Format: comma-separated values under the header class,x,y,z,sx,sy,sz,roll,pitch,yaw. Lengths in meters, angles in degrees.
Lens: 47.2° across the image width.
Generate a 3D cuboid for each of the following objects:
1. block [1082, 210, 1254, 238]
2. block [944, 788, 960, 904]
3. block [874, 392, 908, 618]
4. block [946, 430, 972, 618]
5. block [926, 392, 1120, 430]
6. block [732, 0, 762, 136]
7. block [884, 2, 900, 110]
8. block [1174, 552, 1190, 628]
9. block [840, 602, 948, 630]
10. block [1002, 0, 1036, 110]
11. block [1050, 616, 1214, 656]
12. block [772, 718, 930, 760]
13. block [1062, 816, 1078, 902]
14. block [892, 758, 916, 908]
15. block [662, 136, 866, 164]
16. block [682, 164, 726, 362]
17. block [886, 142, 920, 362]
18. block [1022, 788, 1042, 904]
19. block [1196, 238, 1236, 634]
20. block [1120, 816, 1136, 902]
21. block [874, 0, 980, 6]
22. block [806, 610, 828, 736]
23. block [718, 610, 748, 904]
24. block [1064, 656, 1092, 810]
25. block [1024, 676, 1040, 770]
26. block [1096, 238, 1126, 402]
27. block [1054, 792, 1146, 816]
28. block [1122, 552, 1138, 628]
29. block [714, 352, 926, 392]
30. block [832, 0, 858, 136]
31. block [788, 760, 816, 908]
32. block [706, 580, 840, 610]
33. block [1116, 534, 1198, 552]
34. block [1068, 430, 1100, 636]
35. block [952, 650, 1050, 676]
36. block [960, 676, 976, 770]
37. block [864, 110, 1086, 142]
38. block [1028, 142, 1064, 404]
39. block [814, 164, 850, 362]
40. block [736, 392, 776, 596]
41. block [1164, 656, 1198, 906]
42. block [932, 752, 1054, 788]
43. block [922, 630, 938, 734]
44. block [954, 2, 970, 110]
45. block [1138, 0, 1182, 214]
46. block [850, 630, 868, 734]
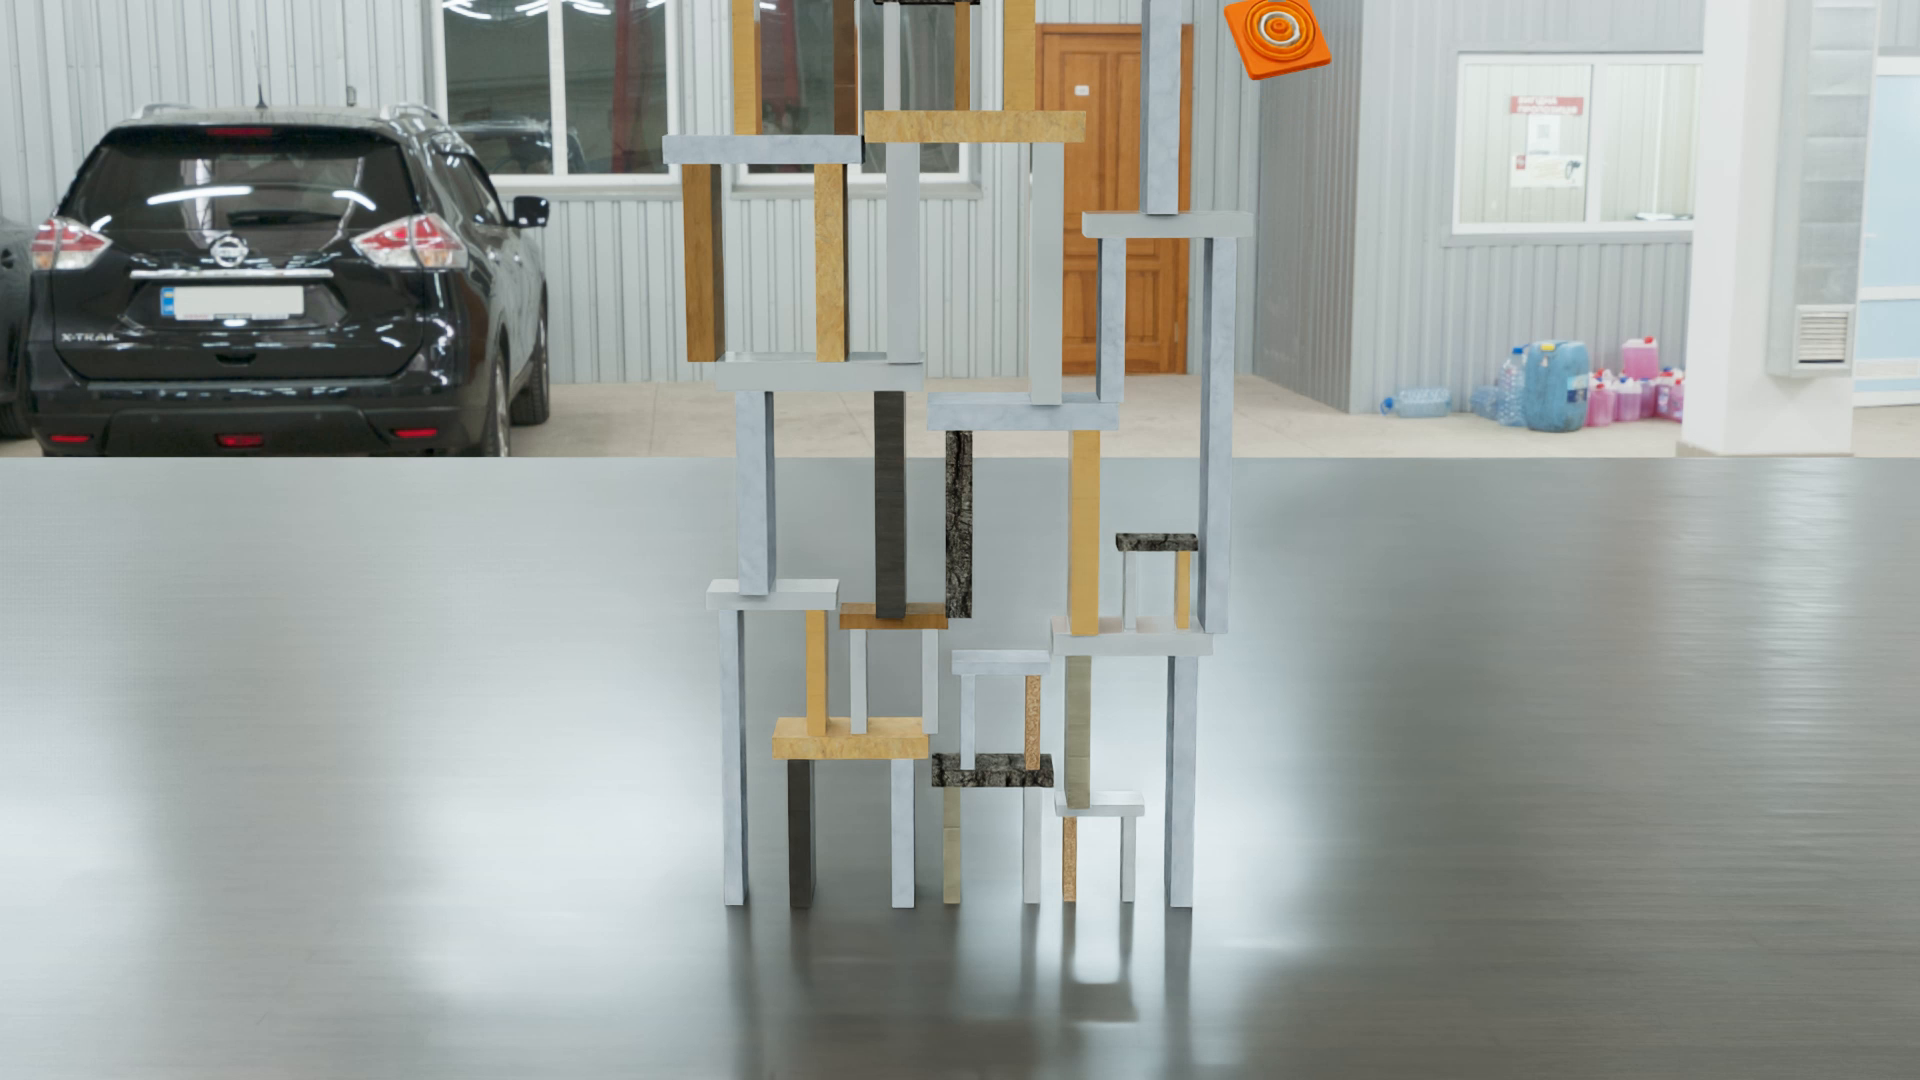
class,x,y,z,sx,sy,sz,roll,pitch,yaw
block,0.325,-0.499,3.468,0.257,0.036,0.129,0,11,0
block,-0.013,0.492,3.653,0.028,0.199,0.099,0,11,0
block,-0.111,-0.068,3.551,0.046,0.364,0.163,0,11,0
block,-0.002,-0.037,3.555,0.043,0.302,0.151,0,11,0
block,0.099,-0.207,3.524,0.302,0.043,0.151,0,11,0
block,-0.331,-0.747,3.424,0.033,0.230,0.115,0,11,0
block,-0.106,-0.751,3.423,0.023,0.164,0.082,0,11,0
block,0.361,0.075,3.576,0.018,0.128,0.064,0,11,0
block,-0.107,0.123,3.582,0.175,0.025,0.087,0,11,0
block,0.091,-0.834,3.410,0.047,0.332,0.166,0,11,0
block,0.278,0.156,3.590,0.257,0.036,0.128,0,11,0
block,-0.177,0.325,3.616,0.252,0.036,0.126,0,11,0
block,0.182,0.519,3.654,0.021,0.146,0.073,0,11,0
block,-0.093,0.467,3.642,0.036,0.252,0.126,0,11,0
block,-0.303,-0.612,3.444,0.304,0.043,0.152,0,11,0
block,-0.404,-0.441,3.476,0.043,0.304,0.152,0,11,0
block,-0.089,-0.457,3.470,0.048,0.337,0.168,0,11,0
block,0.119,0.492,3.653,0.028,0.199,0.099,0,11,0
block,0.411,-0.171,3.529,0.036,0.629,0.129,0,11,0
block,0.279,0.519,3.654,0.021,0.146,0.073,0,11,0
block,-0.051,-0.843,3.406,0.164,0.023,0.082,0,11,0
block,-0.233,0.205,3.597,0.029,0.208,0.104,0,11,0
block,-0.372,0.346,3.623,0.029,0.496,0.104,0,11,0
block,0.193,0.300,3.617,0.036,0.257,0.128,0,10,0
block,0.119,0.290,3.608,0.023,0.159,0.080,0,11,0
block,0.239,-0.354,3.496,0.036,0.257,0.129,0,11,0
block,0.230,0.437,3.639,0.146,0.021,0.073,0,10,0
block,0.276,0.075,3.576,0.018,0.128,0.064,0,11,0
block,-0.220,-0.270,3.514,0.326,0.046,0.163,0,11,0
block,-0.177,-0.747,3.424,0.033,0.230,0.115,0,11,0
block,-0.261,0.467,3.642,0.036,0.252,0.126,0,11,0
block,-0.303,0.088,3.575,0.208,0.029,0.104,0,11,0
block,0.318,0.003,3.563,0.128,0.018,0.064,0,11,0
block,0.199,-0.024,3.557,0.043,0.329,0.151,0,11,0
block,0.067,0.200,3.591,0.159,0.023,0.080,0,11,0
block,0.013,0.289,3.608,0.023,0.159,0.080,0,11,0
block,0.023,-0.646,3.436,0.337,0.048,0.168,0,11,0
block,0.135,-0.424,3.477,0.048,0.402,0.168,0,11,0
block,-0.202,-0.441,3.475,0.043,0.304,0.152,0,11,0
block,-0.328,-0.087,3.548,0.046,0.326,0.163,0,11,0
block,0.364,0.382,3.632,0.036,0.423,0.128,0,11,0
block,0.053,0.380,3.633,0.199,0.028,0.099,0,11,0
block,-0.048,0.221,3.601,0.025,0.175,0.087,0,11,0
block,0.004,-0.751,3.423,0.023,0.164,0.082,0,11,0
block,0.312,-0.757,3.423,0.047,0.488,0.166,0,11,0
block,-0.165,0.221,3.601,0.025,0.175,0.087,0,11,0
